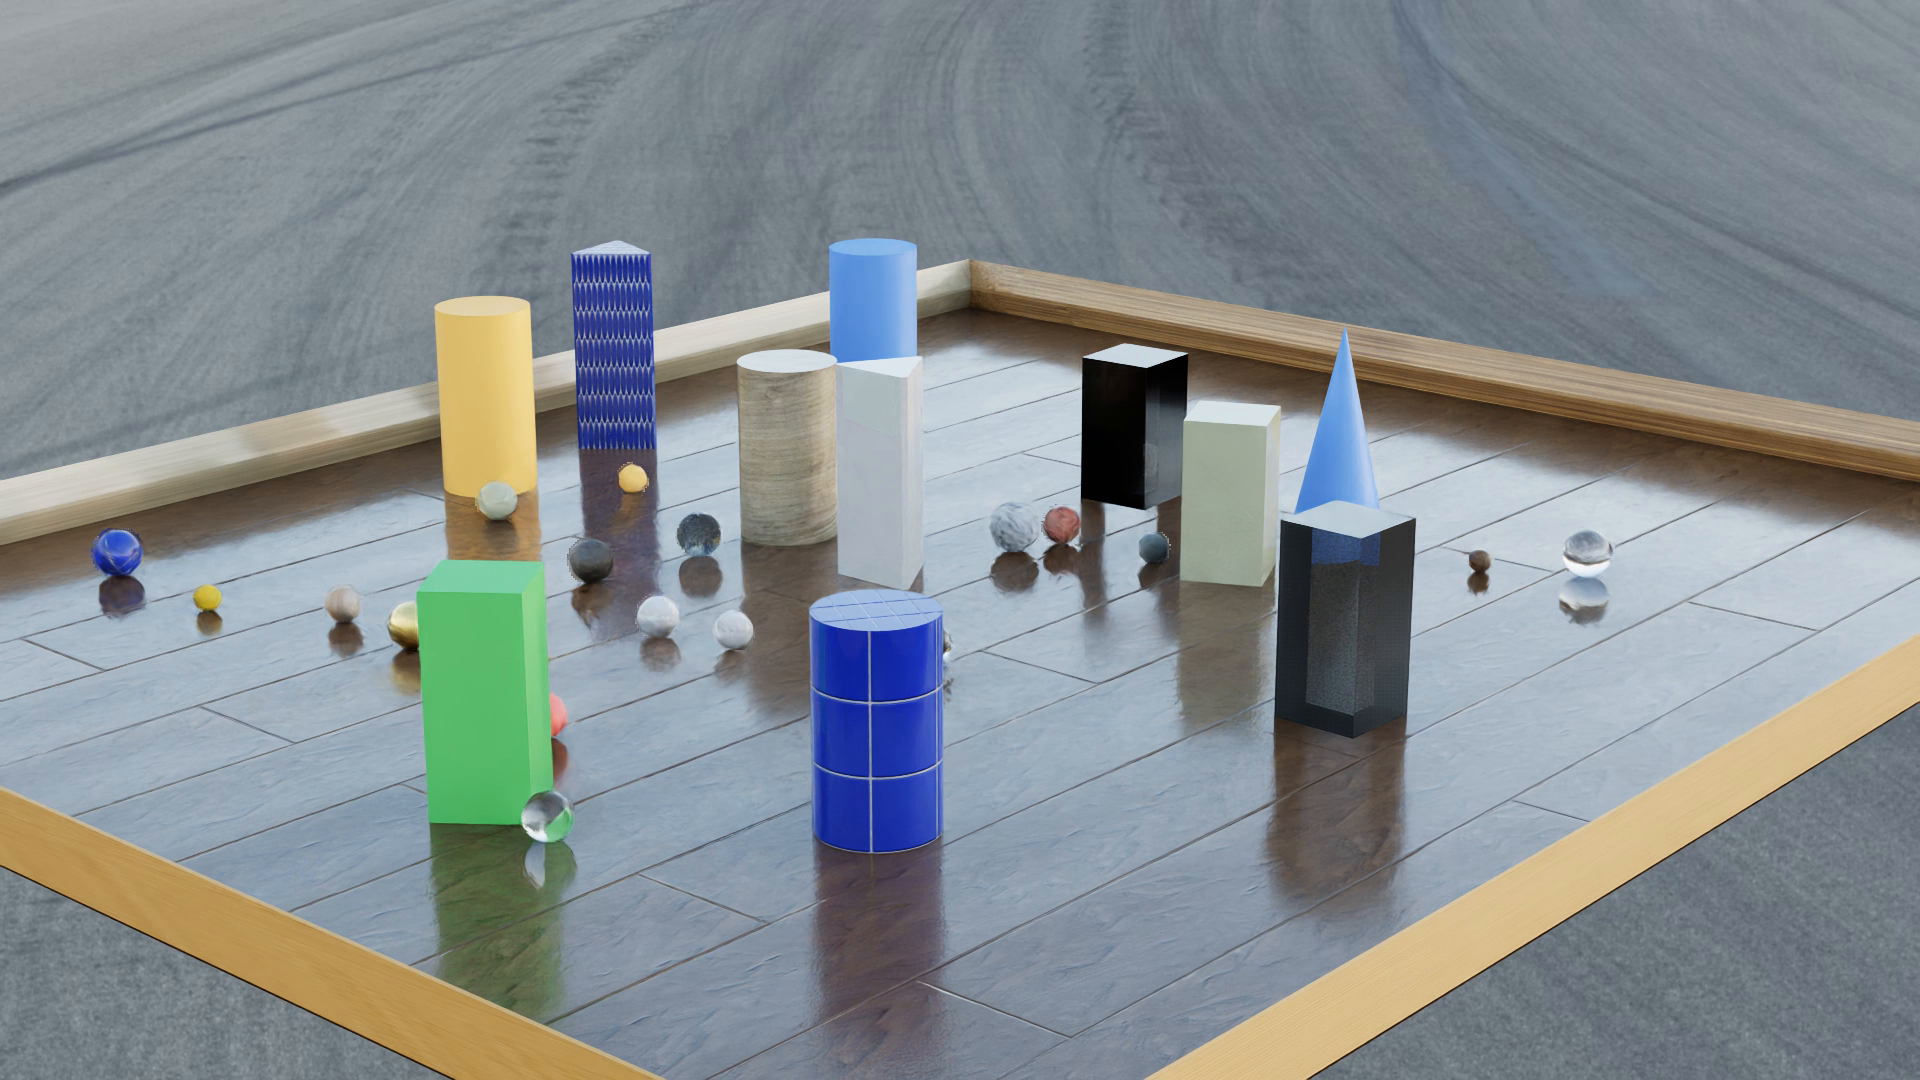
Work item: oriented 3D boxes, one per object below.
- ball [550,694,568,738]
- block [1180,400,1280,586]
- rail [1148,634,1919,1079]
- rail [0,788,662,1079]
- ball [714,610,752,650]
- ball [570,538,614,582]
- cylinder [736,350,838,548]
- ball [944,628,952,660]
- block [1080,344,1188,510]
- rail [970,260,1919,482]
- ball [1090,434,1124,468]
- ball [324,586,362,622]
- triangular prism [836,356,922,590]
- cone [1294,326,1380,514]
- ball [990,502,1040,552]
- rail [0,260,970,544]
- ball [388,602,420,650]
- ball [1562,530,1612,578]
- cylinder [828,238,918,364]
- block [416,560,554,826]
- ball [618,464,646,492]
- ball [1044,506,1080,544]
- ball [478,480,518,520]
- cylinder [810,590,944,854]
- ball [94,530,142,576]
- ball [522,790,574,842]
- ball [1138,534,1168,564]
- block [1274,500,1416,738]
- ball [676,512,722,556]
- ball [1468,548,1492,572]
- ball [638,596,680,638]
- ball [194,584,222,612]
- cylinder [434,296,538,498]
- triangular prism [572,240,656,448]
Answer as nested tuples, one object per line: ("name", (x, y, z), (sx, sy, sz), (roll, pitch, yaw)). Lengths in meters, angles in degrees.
("ball", (-0.628, 0.266, 4.430), (0.070, 0.070, 0.070), (0, 17, 0))
("block", (0.480, -0.084, 5.201), (0.147, 0.292, 0.147), (5, 17, 15))
("rail", (1.123, 0.312, 4.188), (0.045, 0.119, 3.549), (14, 22, 39))
("rail", (-1.148, 0.413, 3.856), (3.022, 0.119, 0.045), (14, 22, 39))
("ball", (-0.373, 0.148, 4.826), (0.065, 0.065, 0.065), (0, 17, 0))
("ball", (-0.649, 0.037, 5.173), (0.078, 0.078, 0.078), (0, 17, 0))
("cylinder", (-0.317, -0.169, 5.416), (0.183, 0.332, 0.183), (0, 17, 0))
("ball", (-0.045, 0.168, 4.761), (0.065, 0.065, 0.065), (0, 17, 0))
("block", (0.337, -0.221, 5.673), (0.147, 0.281, 0.147), (12, 21, 35))
("rail", (1.148, -0.353, 6.387), (3.022, 0.119, 0.045), (14, 22, 39))
("ball", (0.295, -0.179, 5.902), (0.067, 0.067, 0.067), (0, 17, 0))
("ball", (-1.044, 0.109, 4.963), (0.062, 0.062, 0.062), (0, 17, 0))
("triangular prism", (-0.113, -0.125, 5.182), (0.159, 0.383, 0.137), (13, 21, 37))
("cone", (0.696, -0.192, 5.357), (0.183, 0.410, 0.183), (0, 17, 0))
("ball", (0.100, -0.024, 5.351), (0.092, 0.092, 0.092), (0, 17, 0))
("rail", (-1.123, -0.253, 6.055), (0.045, 0.119, 3.549), (14, 22, 39))
("ball", (-0.902, 0.141, 4.827), (0.079, 0.079, 0.079), (0, 17, 0))
("ball", (1.113, 0.024, 5.200), (0.087, 0.087, 0.087), (0, 17, 0))
("cylinder", (-0.182, -0.428, 6.179), (0.183, 0.384, 0.183), (0, 17, 0))
("block", (-0.667, 0.214, 4.133), (0.147, 0.341, 0.147), (1, 17, 4))
("ball", (-0.640, -0.119, 5.728), (0.055, 0.055, 0.055), (0, 17, 0))
("ball", (0.188, -0.028, 5.402), (0.069, 0.069, 0.069), (0, 17, 0))
("ball", (-0.875, -0.075, 5.546), (0.075, 0.075, 0.075), (0, 17, 0))
("cylinder", (-0.115, 0.249, 4.054), (0.183, 0.321, 0.183), (0, 17, 0))
("ball", (-1.495, 0.023, 5.208), (0.083, 0.083, 0.083), (0, 17, 0))
("ball", (-0.569, 0.381, 4.046), (0.071, 0.071, 0.071), (0, 17, 0))
("ball", (0.348, 0.015, 5.286), (0.054, 0.054, 0.054), (0, 17, 0))
("block", (0.589, 0.119, 4.488), (0.147, 0.317, 0.147), (15, 22, 40))
("ball", (-0.474, -0.011, 5.324), (0.081, 0.081, 0.081), (0, 17, 0))
("ball", (0.929, 0.037, 5.235), (0.042, 0.042, 0.042), (0, 17, 0))
("ball", (-0.503, 0.128, 4.886), (0.070, 0.070, 0.070), (0, 17, 0))
("ball", (-1.289, 0.099, 5.022), (0.046, 0.046, 0.046), (0, 17, 0))
("cylinder", (-0.926, -0.281, 5.736), (0.183, 0.361, 0.183), (0, 17, 0))
("triangular prism", (-0.707, -0.404, 6.057), (0.159, 0.409, 0.137), (0, 17, 0))
